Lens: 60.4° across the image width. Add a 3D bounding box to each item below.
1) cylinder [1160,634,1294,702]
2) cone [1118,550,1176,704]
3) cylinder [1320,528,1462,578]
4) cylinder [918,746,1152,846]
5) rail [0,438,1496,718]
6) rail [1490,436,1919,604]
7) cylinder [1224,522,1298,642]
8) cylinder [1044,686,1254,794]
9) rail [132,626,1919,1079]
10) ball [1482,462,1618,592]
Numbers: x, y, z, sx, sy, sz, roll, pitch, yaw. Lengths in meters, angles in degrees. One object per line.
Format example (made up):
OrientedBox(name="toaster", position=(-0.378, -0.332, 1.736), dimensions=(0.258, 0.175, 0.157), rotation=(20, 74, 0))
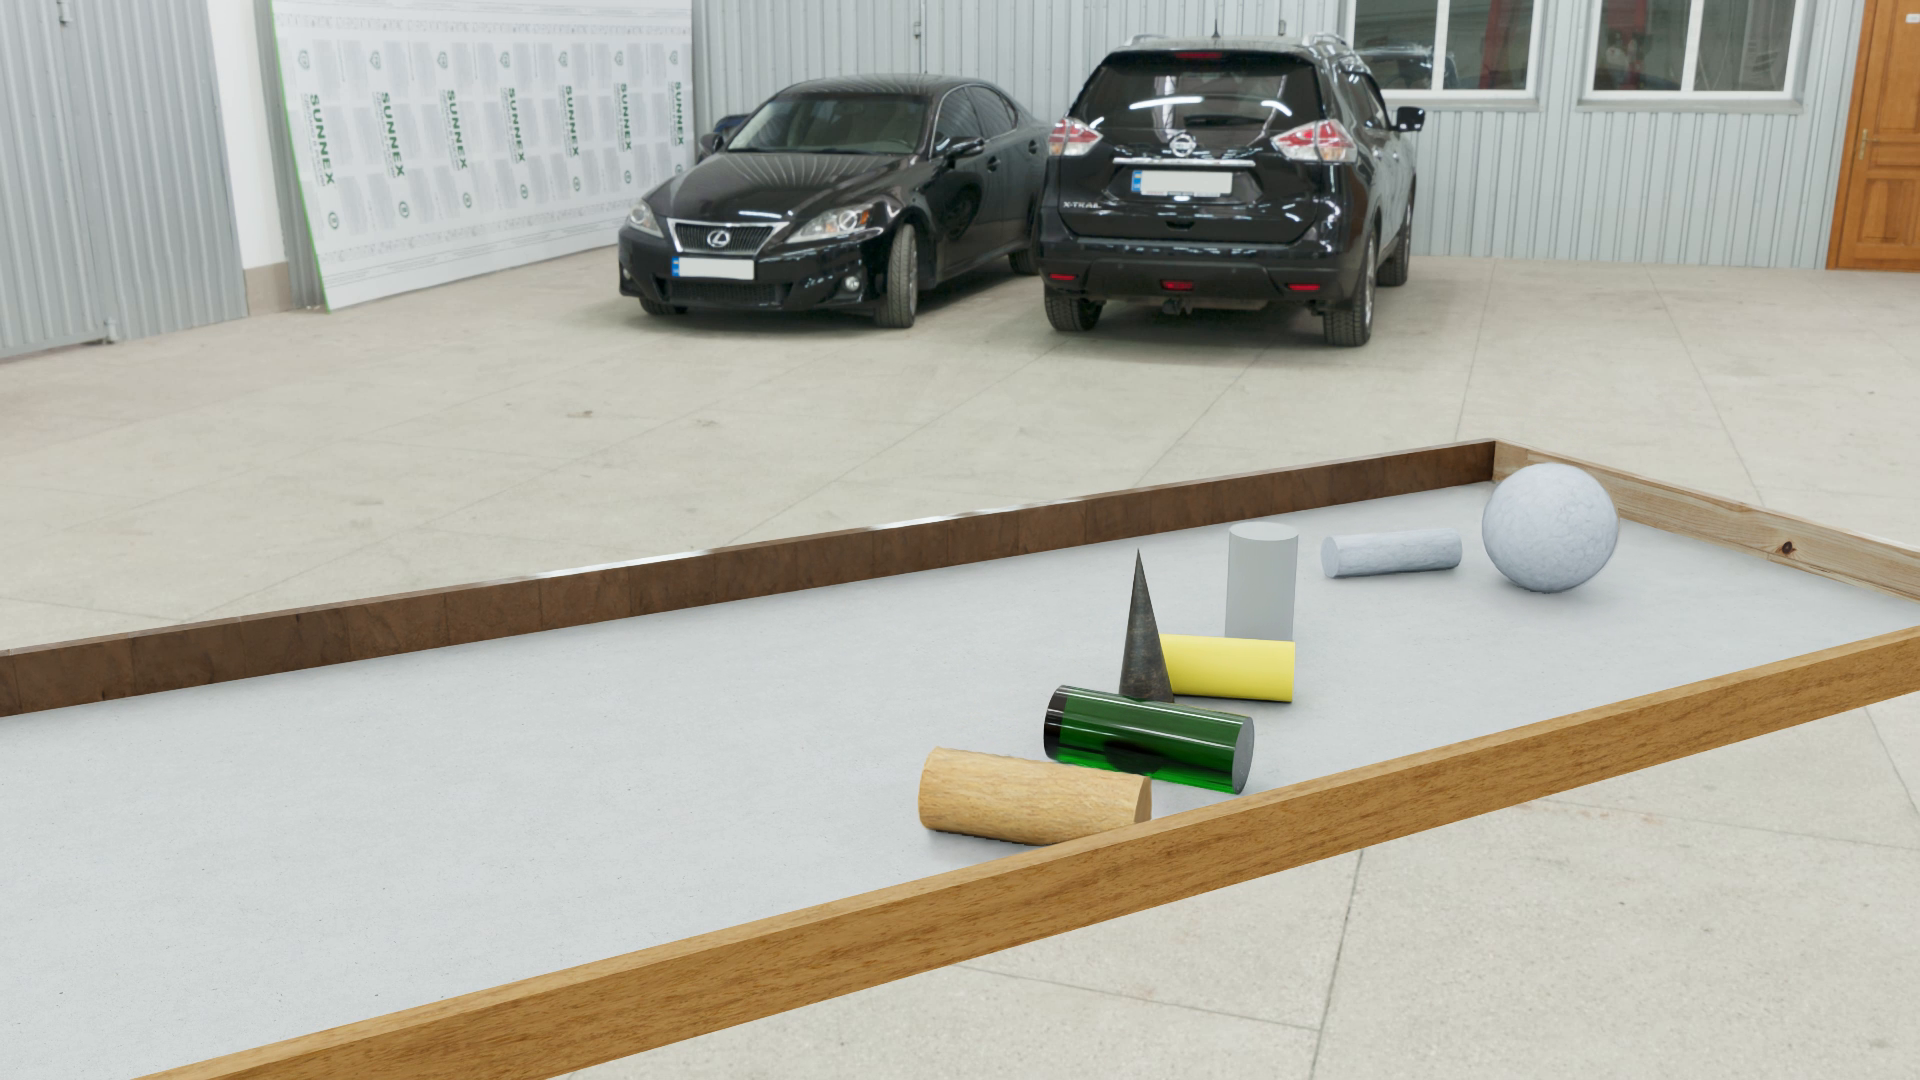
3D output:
OrientedBox(name="cylinder", position=(0.634, 0.311, 4.037), dimensions=(0.357, 0.146, 0.146), rotation=(3, 17, 10))
OrientedBox(name="cone", position=(0.427, 0.216, 3.867), dimensions=(0.149, 0.409, 0.149), rotation=(-4, 10, 1))
OrientedBox(name="cylinder", position=(1.310, 0.037, 5.010), dimensions=(0.407, 0.124, 0.124), rotation=(-4, 17, -13))
OrientedBox(name="cylinder", position=(0.150, 0.522, 3.287), dimensions=(0.437, 0.164, 0.164), rotation=(6, 17, 18))
OrientedBox(name="rail", position=(-3.305, 0.497, 3.399), dimensions=(12.000, 0.150, 0.050), rotation=(-9, 18, -27))
OrientedBox(name="rail", position=(2.466, -0.048, 5.253), dimensions=(0.050, 0.150, 2.100), rotation=(-9, 18, -27))
OrientedBox(name="cylinder", position=(0.804, 0.122, 4.404), dimensions=(0.180, 0.303, 0.180), rotation=(0, 16, 0))
OrientedBox(name="cylinder", position=(0.410, 0.432, 3.587), dimensions=(0.425, 0.168, 0.168), rotation=(8, 18, 24))
OrientedBox(name="rail", position=(-2.336, 1.006, 1.665), dimensions=(12.000, 0.150, 0.050), rotation=(-9, 18, -27))
OrientedBox(name="ball", position=(1.721, -0.038, 4.816), dimensions=(0.377, 0.377, 0.377), rotation=(0, 16, 0))
